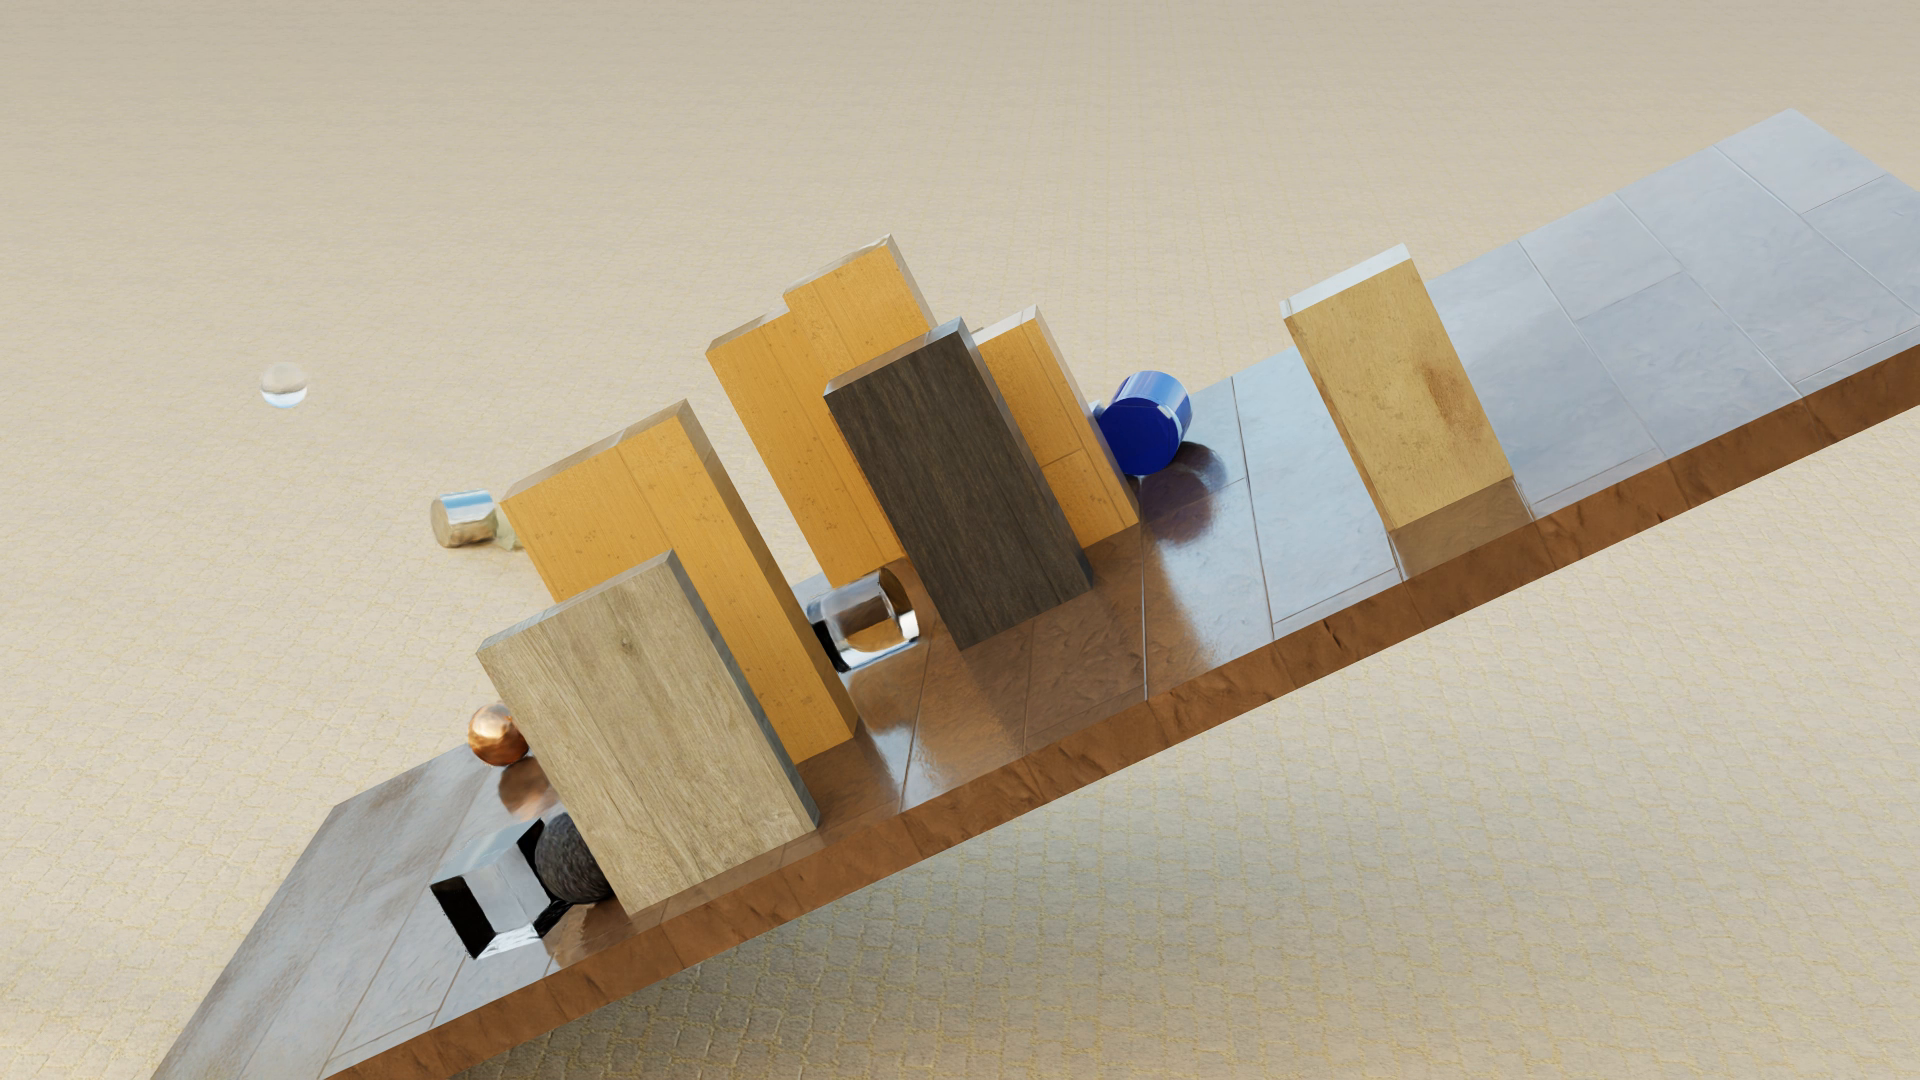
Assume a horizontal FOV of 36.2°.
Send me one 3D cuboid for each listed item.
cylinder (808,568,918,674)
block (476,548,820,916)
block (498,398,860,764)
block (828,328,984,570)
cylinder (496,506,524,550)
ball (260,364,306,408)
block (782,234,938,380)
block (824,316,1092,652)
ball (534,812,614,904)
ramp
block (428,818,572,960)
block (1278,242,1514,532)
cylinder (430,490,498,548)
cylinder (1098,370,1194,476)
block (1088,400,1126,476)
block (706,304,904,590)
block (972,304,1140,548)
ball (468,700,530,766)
[{"bbox_3d":[-0.210,0.174,6.351,0.176,0.176,0.176,-24,11,16],"label":"cylinder"},{"bbox_3d":[-0.580,0.363,5.506,0.405,0.585,0.081,-26,14,10],"label":"block"},{"bbox_3d":[-0.559,0.142,5.932,0.402,0.746,0.141,-26,14,10],"label":"block"},{"bbox_3d":[-0.030,-0.213,6.880,0.396,0.425,0.131,-26,14,10],"label":"block"},{"bbox_3d":[-1.486,-0.056,10.061,0.158,0.158,0.158,-11,20,-32],"label":"cylinder"},{"bbox_3d":[-2.734,-0.622,11.892,0.184,0.184,0.184,0,17,0],"label":"ball"},{"bbox_3d":[-0.089,-0.260,6.420,0.251,0.777,0.127,-26,14,10],"label":"block"},{"bbox_3d":[0.001,-0.115,6.072,0.307,0.609,0.138,-26,14,10],"label":"block"},{"bbox_3d":[-0.734,0.616,5.729,0.187,0.187,0.187,0,17,0],"label":"ball"},{"bbox_3d":[0.139,0.168,6.281,4.000,0.100,2.000,-26,14,10],"label":"ramp"},{"bbox_3d":[-0.892,0.687,5.794,0.179,0.179,0.179,-20,16,30],"label":"block"},{"bbox_3d":[0.808,-0.282,5.453,0.254,0.453,0.144,-26,14,10],"label":"block"},{"bbox_3d":[-1.701,-0.072,10.086,0.173,0.173,0.173,-10,20,-30],"label":"cylinder"},{"bbox_3d":[0.422,-0.268,6.710,0.188,0.188,0.188,5,25,15],"label":"cylinder"},{"bbox_3d":[0.270,-0.192,6.766,0.170,0.170,0.170,-22,15,22],"label":"block"},{"bbox_3d":[-0.343,-0.233,7.079,0.245,0.652,0.145,-26,14,10],"label":"block"},{"bbox_3d":[0.118,-0.200,6.382,0.354,0.503,0.141,-26,14,10],"label":"block"},{"bbox_3d":[-1.103,0.465,7.061,0.156,0.156,0.156,0,17,0],"label":"ball"}]
